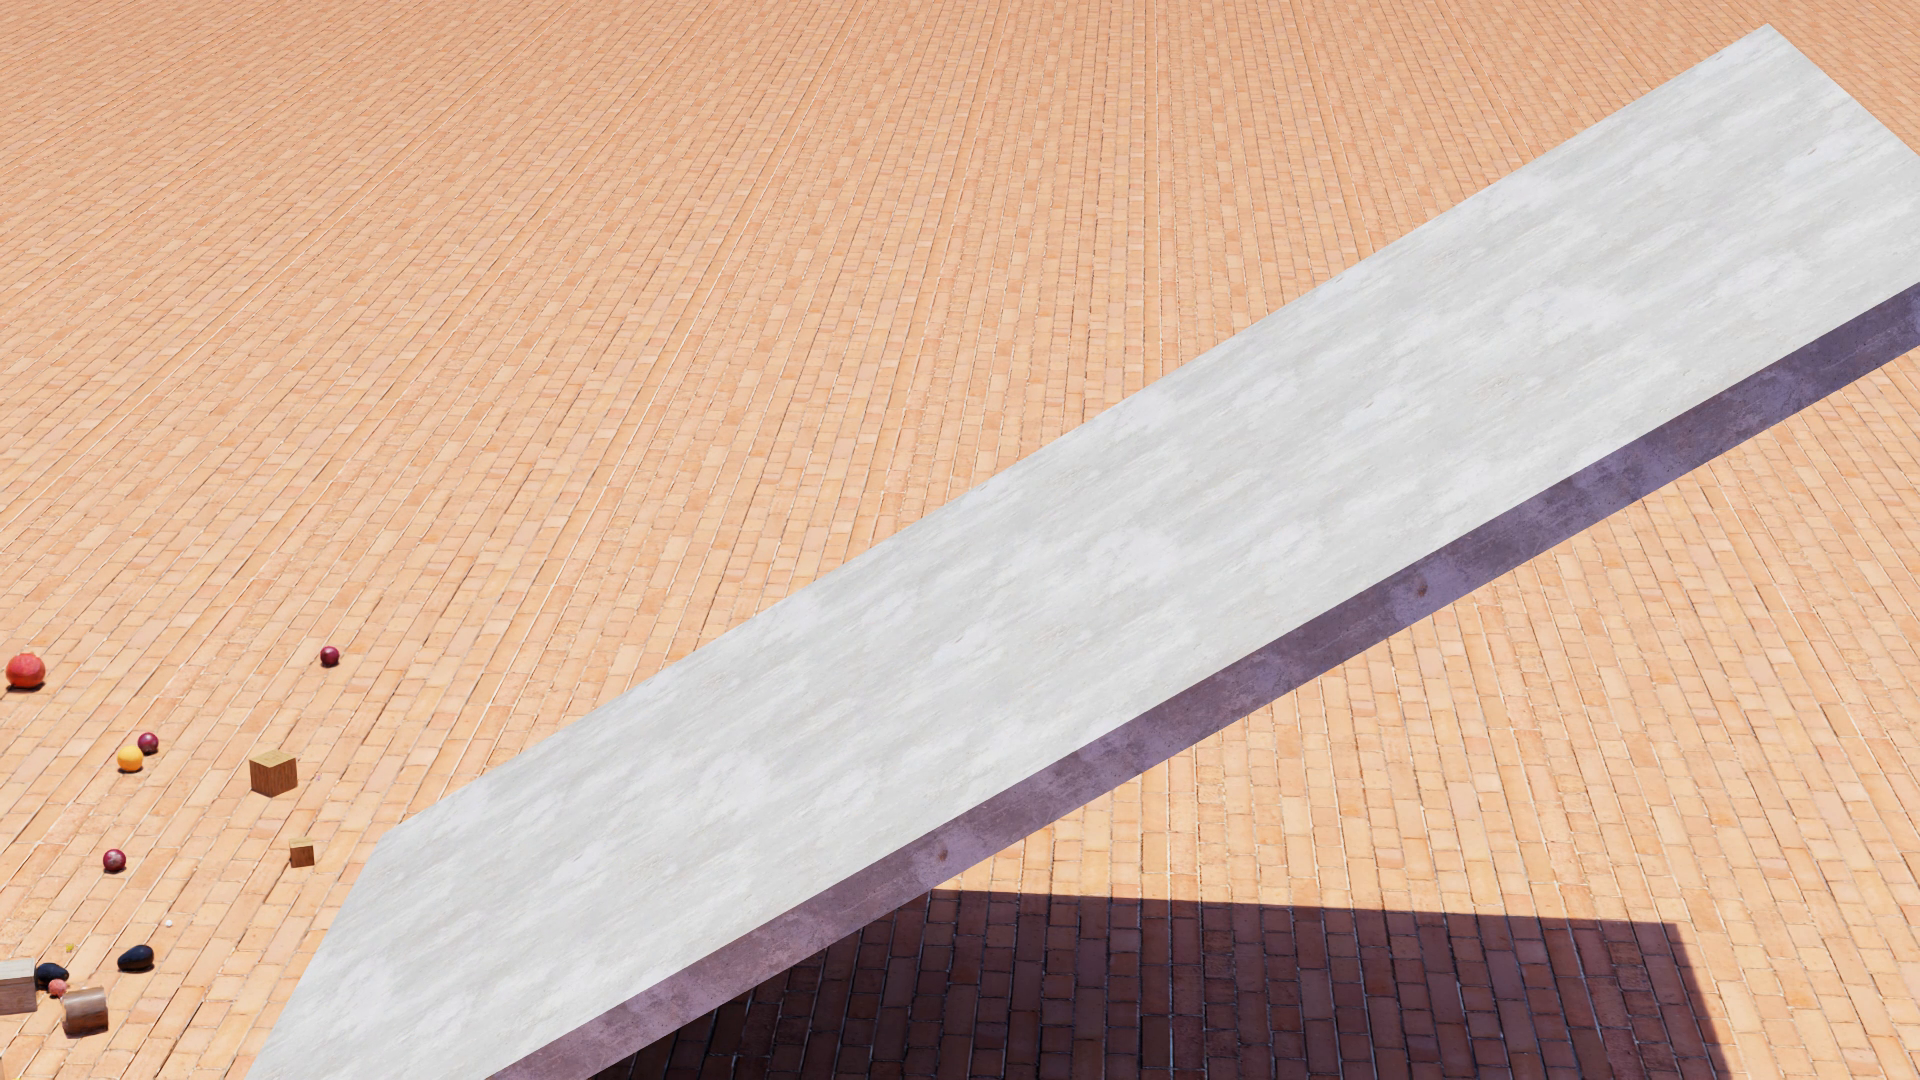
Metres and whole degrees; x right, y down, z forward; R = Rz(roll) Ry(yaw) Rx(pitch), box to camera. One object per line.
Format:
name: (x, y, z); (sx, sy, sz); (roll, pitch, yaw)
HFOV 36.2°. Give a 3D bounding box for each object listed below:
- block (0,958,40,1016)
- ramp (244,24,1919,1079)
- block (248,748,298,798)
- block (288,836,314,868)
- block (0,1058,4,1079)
block: (-2.241, 1.060, 6.983); (0.093, 0.093, 0.093); (-5, 20, -13)
ramp: (0.140, 0.170, 6.292); (4.000, 0.100, 2.000); (-30, 15, 13)
block: (-1.899, 0.645, 8.136); (0.090, 0.090, 0.090); (15, 25, 36)
block: (-1.725, 0.817, 7.707); (0.058, 0.058, 0.058); (-6, 21, -16)
block: (-2.187, 1.217, 6.547); (0.094, 0.094, 0.094); (-1, 20, -2)
